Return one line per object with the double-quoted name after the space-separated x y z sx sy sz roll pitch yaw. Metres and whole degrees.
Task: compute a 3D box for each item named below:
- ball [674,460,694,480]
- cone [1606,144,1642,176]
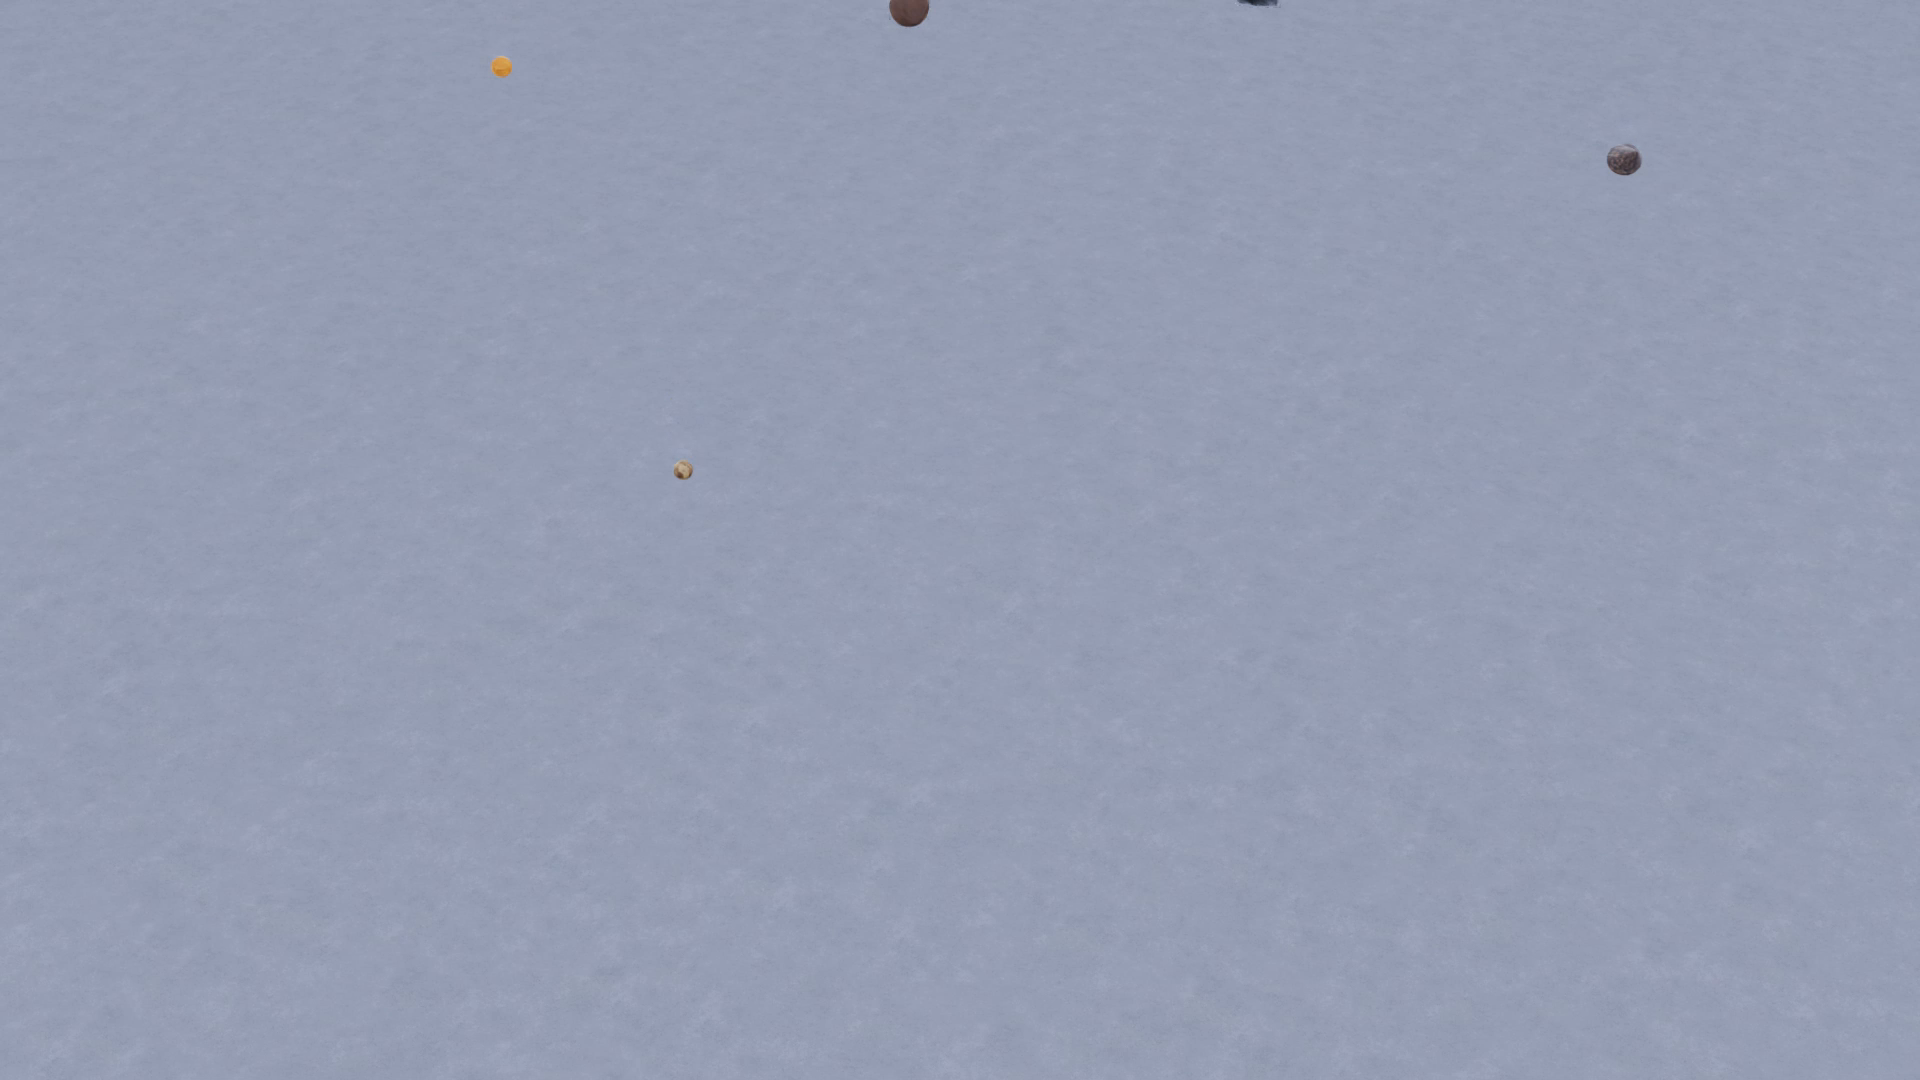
-0.745 -0.189 7.894 0.053 0.053 0.053 0 33 0 "ball"
2.190 -1.255 9.567 0.118 0.105 0.158 -6 -2 -3 "cone"
